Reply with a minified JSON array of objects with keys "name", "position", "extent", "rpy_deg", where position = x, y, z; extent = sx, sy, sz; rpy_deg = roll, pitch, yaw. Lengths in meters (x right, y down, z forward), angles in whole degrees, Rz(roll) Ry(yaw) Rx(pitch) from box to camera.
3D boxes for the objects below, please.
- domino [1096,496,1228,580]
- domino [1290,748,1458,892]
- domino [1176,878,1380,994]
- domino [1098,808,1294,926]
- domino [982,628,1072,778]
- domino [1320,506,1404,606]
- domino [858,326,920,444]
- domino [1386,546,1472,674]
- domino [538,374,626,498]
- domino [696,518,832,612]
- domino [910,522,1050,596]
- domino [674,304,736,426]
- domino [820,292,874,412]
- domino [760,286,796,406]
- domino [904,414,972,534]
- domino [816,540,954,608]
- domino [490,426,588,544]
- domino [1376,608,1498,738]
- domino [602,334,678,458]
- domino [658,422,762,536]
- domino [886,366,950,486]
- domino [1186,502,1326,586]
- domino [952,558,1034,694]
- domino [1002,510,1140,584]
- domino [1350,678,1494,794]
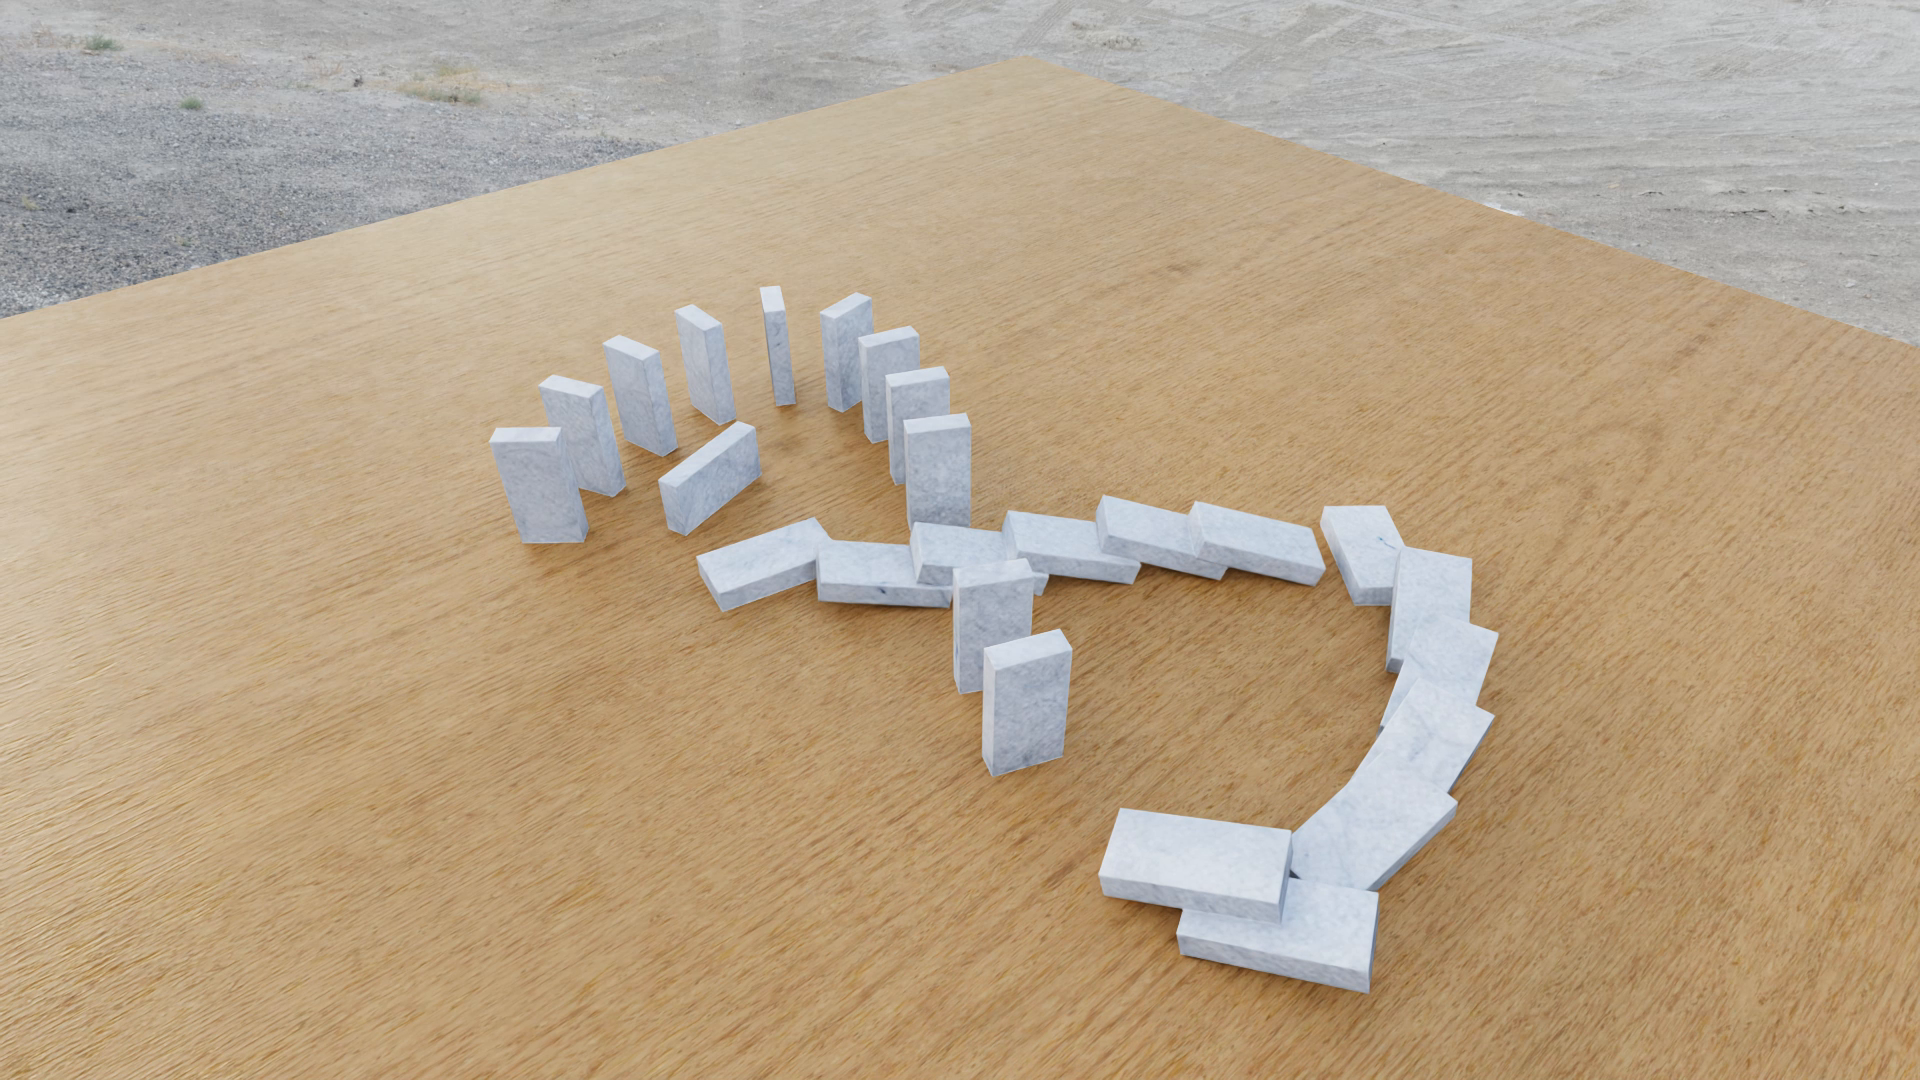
[{"name":"domino","position":[0.080,-0.001,0.434],"extent":[0.050,0.010,0.025],"rpy_deg":[13,38,-9]},{"name":"domino","position":[0.120,0.087,0.326],"extent":[0.050,0.010,0.025],"rpy_deg":[-36,49,-15]},{"name":"domino","position":[0.088,0.106,0.304],"extent":[0.050,0.010,0.025],"rpy_deg":[3,37,26]},{"name":"domino","position":[0.068,0.093,0.315],"extent":[0.050,0.010,0.025],"rpy_deg":[2,37,25]},{"name":"domino","position":[0.021,0.052,0.348],"extent":[0.025,0.050,0.010],"rpy_deg":[-13,41,-15]},{"name":"domino","position":[0.163,0.005,0.437],"extent":[0.025,0.009,0.050],"rpy_deg":[0,39,-1]},{"name":"domino","position":[-0.031,-0.070,0.497],"extent":[0.025,0.050,0.010],"rpy_deg":[-17,42,-20]},{"name":"domino","position":[0.171,0.027,0.401],"extent":[0.025,0.009,0.050],"rpy_deg":[12,55,14]},{"name":"domino","position":[-0.159,-0.044,0.465],"extent":[0.025,0.050,0.010],"rpy_deg":[14,42,17]},{"name":"domino","position":[-0.075,0.009,0.432],"extent":[0.050,0.010,0.025],"rpy_deg":[-20,43,-23]},{"name":"domino","position":[0.007,0.007,0.425],"extent":[0.050,0.010,0.025],"rpy_deg":[7,37,-16]},{"name":"domino","position":[-0.118,-0.081,0.510],"extent":[0.009,0.050,0.025],"rpy_deg":[-30,48,-31]},{"name":"domino","position":[-0.052,-0.088,0.519],"extent":[0.010,0.050,0.025],"rpy_deg":[26,46,28]},{"name":"domino","position":[-0.087,-0.092,0.524],"extent":[0.009,0.050,0.025],"rpy_deg":[-8,40,-10]},{"name":"domino","position":[-0.009,-0.026,0.443],"extent":[0.025,0.050,0.009],"rpy_deg":[-8,40,-9]},{"name":"domino","position":[-0.029,0.013,0.420],"extent":[0.050,0.009,0.025],"rpy_deg":[4,38,-13]},{"name":"domino","position":[-0.167,-0.021,0.437],"extent":[0.025,0.050,0.010],"rpy_deg":[-1,39,-1]},{"name":"domino","position":[0.162,0.049,0.373],"extent":[0.025,0.010,0.050],"rpy_deg":[20,60,23]},{"name":"domino","position":[-0.142,-0.064,0.489],"extent":[0.025,0.050,0.010],"rpy_deg":[24,45,26]},{"name":"domino","position":[-0.104,-0.027,0.464],"extent":[0.009,0.025,0.050],"rpy_deg":[20,44,23]},{"name":"domino","position":[-0.018,-0.048,0.471],"extent":[0.025,0.050,0.010],"rpy_deg":[-11,41,-13]},{"name":"domino","position":[0.116,0.001,0.432],"extent":[0.050,0.009,0.025],"rpy_deg":[13,38,-9]},{"name":"domino","position":[0.011,0.030,0.375],"extent":[0.025,0.050,0.010],"rpy_deg":[-8,40,-10]},{"name":"domino","position":[0.043,0.003,0.430],"extent":[0.050,0.009,0.025],"rpy_deg":[7,37,-15]},{"name":"domino","position":[0.145,0.070,0.348],"extent":[0.025,0.010,0.050],"rpy_deg":[30,64,31]}]
